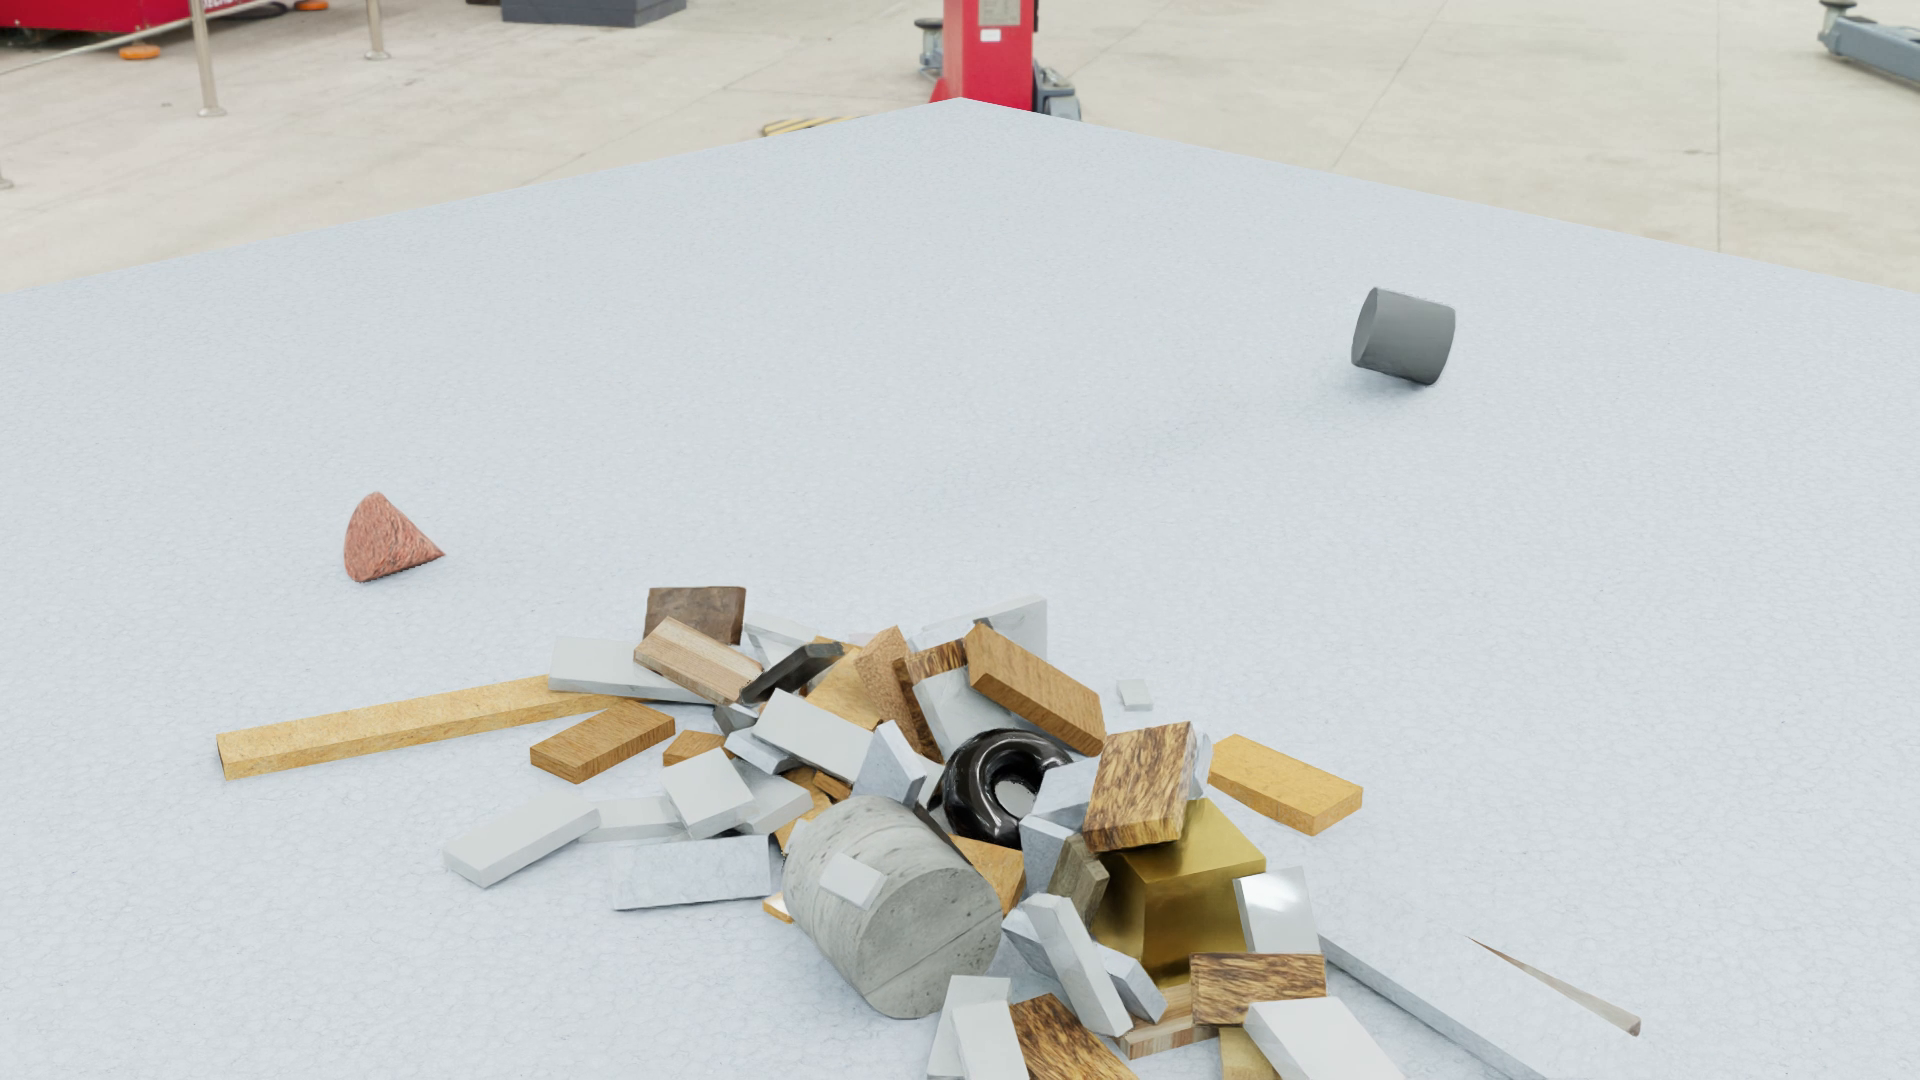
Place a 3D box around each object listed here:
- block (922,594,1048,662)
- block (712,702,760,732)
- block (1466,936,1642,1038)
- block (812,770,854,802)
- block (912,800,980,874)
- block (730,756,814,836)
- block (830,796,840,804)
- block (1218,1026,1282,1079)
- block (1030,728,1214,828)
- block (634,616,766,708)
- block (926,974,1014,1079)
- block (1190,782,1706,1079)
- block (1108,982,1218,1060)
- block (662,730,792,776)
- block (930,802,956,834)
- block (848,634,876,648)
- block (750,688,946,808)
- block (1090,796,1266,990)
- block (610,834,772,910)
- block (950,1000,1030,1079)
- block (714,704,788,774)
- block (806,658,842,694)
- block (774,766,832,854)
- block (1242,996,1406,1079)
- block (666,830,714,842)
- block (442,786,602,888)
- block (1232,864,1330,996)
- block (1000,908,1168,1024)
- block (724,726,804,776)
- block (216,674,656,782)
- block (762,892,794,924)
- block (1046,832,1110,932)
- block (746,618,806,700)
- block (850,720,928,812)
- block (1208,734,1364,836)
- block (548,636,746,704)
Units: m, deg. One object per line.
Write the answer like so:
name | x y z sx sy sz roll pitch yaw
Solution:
block | 0.059 0.237 5.001 0.317 0.156 0.044 -15 26 -32
block | -0.458 0.403 4.742 0.140 0.020 0.070 23 52 34
block | 0.777 0.710 4.045 0.117 0.033 0.985 -21 31 -40
block | -0.177 0.517 4.380 0.216 0.031 0.108 30 15 25
block | -0.028 0.579 4.098 0.034 0.122 0.243 -38 54 -9
block | -0.426 0.516 4.408 0.138 0.039 0.276 -29 25 -29
block | -0.175 0.557 4.354 0.095 0.027 0.191 15 16 -32
block | 0.503 0.897 3.596 0.143 0.040 0.285 1 23 2
block | 0.307 0.458 4.146 0.330 0.047 0.165 -17 21 20
block | -0.577 0.276 4.888 0.266 0.038 0.133 25 43 16
block | 0.018 0.823 3.692 0.105 0.030 0.210 -1 39 15
block | 0.778 0.727 3.911 0.173 0.049 1.365 -26 34 -29
block | 0.370 0.821 3.784 0.235 0.033 0.117 -10 25 -21
block | -0.483 0.458 4.642 0.262 0.031 0.111 7 24 17
block | -0.117 0.610 4.247 0.018 0.065 0.395 -39 -6 40
block | -0.201 0.251 5.104 0.080 0.023 0.159 0 15 -17
block | -0.222 0.423 4.374 0.378 0.031 0.108 24 66 9
block | 0.387 0.638 3.959 0.233 0.233 0.233 -8 24 -19
block | -0.507 0.624 4.142 0.294 0.114 0.032 -4 -4 -9
block | 0.058 0.866 3.585 0.095 0.027 0.251 -5 42 -13
block | -0.433 0.415 4.580 0.112 0.032 0.223 24 8 -25
block | -0.236 0.344 4.618 0.156 0.044 0.312 10 24 -12
block | -0.325 0.536 4.390 0.125 0.035 0.249 -21 23 -10
block | 0.621 0.871 3.566 0.173 0.049 0.347 2 26 -25
block | -0.501 0.608 4.303 0.144 0.020 0.072 21 31 40
block | -0.856 0.579 4.299 0.276 0.039 0.138 -27 31 -37
block | 0.560 0.698 3.828 0.121 0.243 0.034 -9 -8 -19
block | 0.212 0.731 3.781 0.285 0.143 0.040 15 59 43
block | -0.385 0.422 4.459 0.114 0.032 0.228 29 8 13
block | -1.062 0.373 4.829 1.080 0.040 0.143 -10 25 -22
block | -0.293 0.674 4.145 0.072 0.020 0.144 21 30 40
block | 0.206 0.636 3.962 0.030 0.210 0.105 -14 49 -29
block | -0.380 0.273 4.888 0.112 0.032 0.369 5 23 -22
block | -0.140 0.471 4.094 0.035 0.317 0.125 -20 63 -28
block | 0.643 0.500 4.522 0.165 0.047 0.330 -21 31 -41
block | -0.695 0.292 4.903 0.426 0.038 0.133 6 41 -6
